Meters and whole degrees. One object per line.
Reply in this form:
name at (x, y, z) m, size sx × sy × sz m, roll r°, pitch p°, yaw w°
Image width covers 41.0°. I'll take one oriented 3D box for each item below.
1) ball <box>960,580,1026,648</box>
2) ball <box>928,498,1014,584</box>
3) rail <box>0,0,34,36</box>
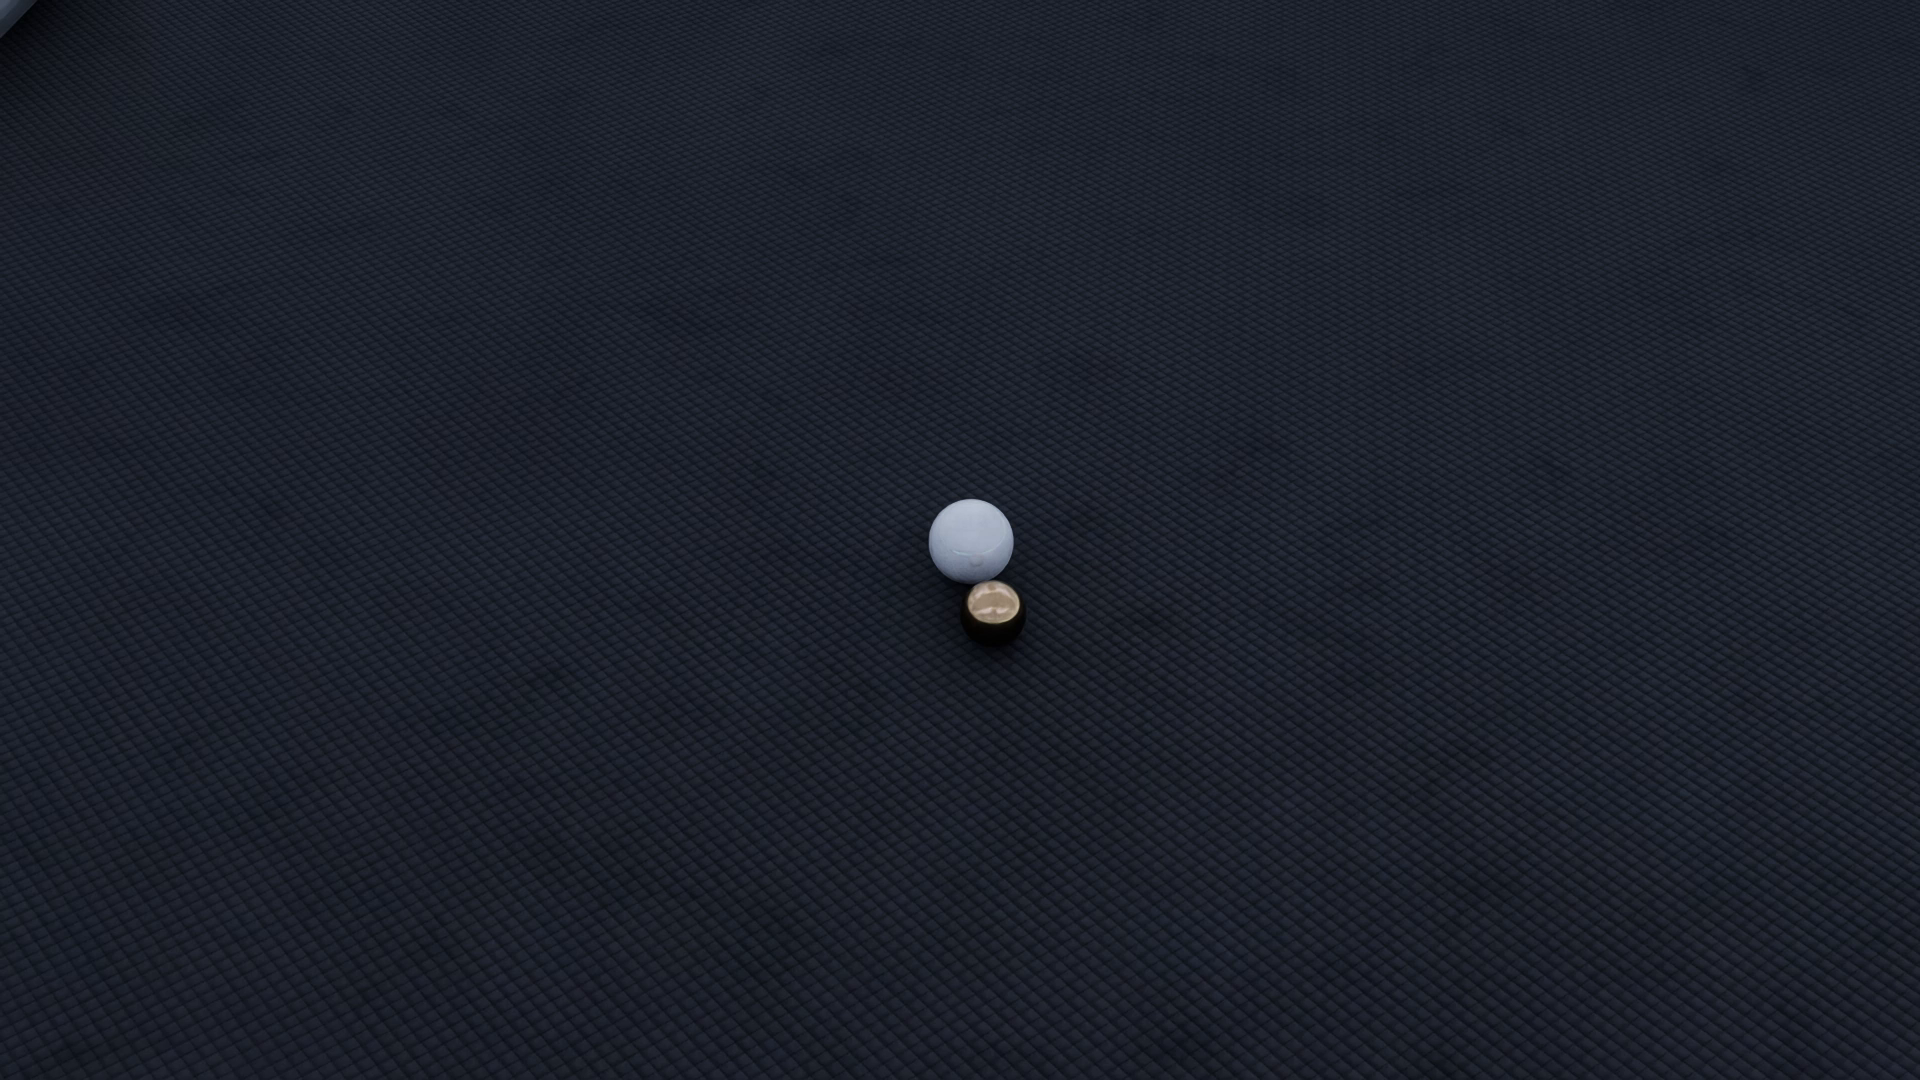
ball at (0.021, 0.047, 1.657) m, size 0.044 × 0.044 × 0.044 m, roll 0°, pitch 36°, yaw 0°
ball at (0.007, 0.001, 1.709) m, size 0.057 × 0.057 × 0.057 m, roll 0°, pitch 36°, yaw 0°
rail at (-0.963, -0.089, 1.786) m, size 0.045 × 0.112 × 2.379 m, roll 4°, pitch 36°, yaw 5°
